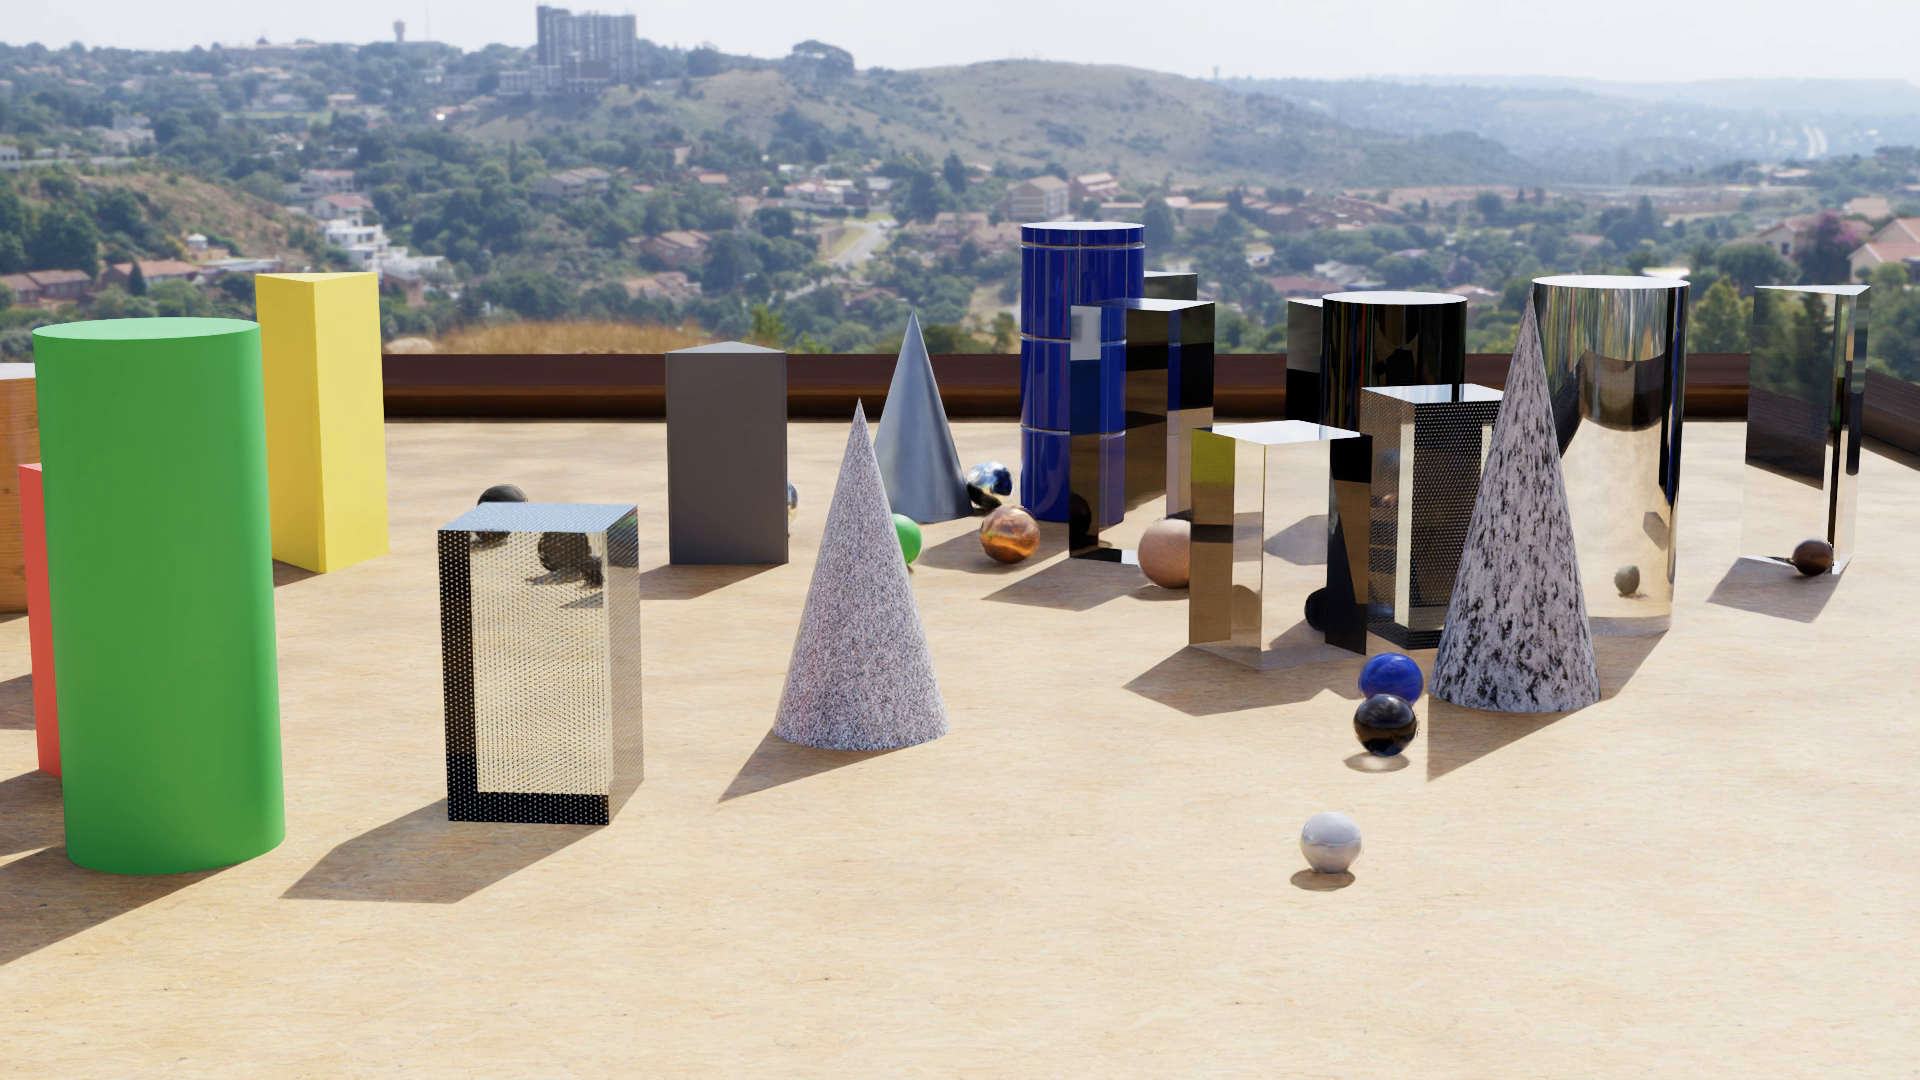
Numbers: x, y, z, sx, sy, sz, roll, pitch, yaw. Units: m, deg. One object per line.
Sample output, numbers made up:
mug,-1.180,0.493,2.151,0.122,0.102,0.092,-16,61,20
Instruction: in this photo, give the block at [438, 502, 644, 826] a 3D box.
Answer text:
block,-0.413,0.119,2.551,0.160,0.289,0.160,1,11,5

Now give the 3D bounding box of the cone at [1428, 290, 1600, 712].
cone,0.653,-0.056,2.981,0.200,0.477,0.200,0,10,0

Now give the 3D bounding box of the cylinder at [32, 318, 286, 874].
cylinder,-0.744,0.047,2.393,0.200,0.490,0.200,0,10,0

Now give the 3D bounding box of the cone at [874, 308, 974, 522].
cone,-0.076,-0.213,4.210,0.200,0.340,0.200,0,10,0

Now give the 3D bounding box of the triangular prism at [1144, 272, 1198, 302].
triangular prism,0.301,-0.285,4.519,0.173,0.370,0.150,-7,12,-32

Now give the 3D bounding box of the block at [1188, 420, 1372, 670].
block,0.399,0.002,3.212,0.160,0.278,0.160,-6,12,-28

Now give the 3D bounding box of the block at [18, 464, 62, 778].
block,-0.854,0.082,2.661,0.160,0.322,0.160,-10,14,-43

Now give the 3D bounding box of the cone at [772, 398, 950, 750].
cone,-0.110,0.026,2.830,0.200,0.371,0.200,0,10,0

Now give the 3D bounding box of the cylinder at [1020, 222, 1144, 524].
cylinder,0.198,-0.276,4.184,0.200,0.472,0.200,0,10,0

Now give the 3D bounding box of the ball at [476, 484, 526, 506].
ball,-0.719,-0.047,4.027,0.079,0.079,0.079,0,10,0

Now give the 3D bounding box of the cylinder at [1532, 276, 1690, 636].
cylinder,0.846,-0.115,3.375,0.200,0.450,0.200,0,10,0

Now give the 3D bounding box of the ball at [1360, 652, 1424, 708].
ball,0.490,0.163,2.913,0.071,0.071,0.071,0,10,0

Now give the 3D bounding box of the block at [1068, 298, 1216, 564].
block,0.273,-0.165,3.845,0.160,0.378,0.160,6,12,30

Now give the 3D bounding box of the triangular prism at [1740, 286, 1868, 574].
triangular prism,1.284,-0.170,3.798,0.150,0.405,0.173,-7,13,-34

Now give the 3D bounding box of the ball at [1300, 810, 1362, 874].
ball,0.339,0.276,2.344,0.057,0.057,0.057,0,10,0

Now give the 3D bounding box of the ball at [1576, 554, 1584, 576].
ball,0.869,0.039,3.666,0.043,0.043,0.043,0,10,0

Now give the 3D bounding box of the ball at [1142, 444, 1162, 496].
ball,0.292,-0.119,4.363,0.099,0.099,0.099,0,10,0

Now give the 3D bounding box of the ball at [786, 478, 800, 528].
ball,-0.302,-0.059,4.045,0.097,0.097,0.097,0,10,0

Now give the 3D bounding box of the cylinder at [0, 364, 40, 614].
cylinder,-1.309,-0.074,3.519,0.200,0.317,0.200,0,10,0

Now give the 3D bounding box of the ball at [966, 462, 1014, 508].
ball,0.049,-0.092,4.268,0.080,0.080,0.080,0,10,0

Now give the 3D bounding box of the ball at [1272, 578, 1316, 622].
ball,0.442,0.079,3.397,0.060,0.060,0.060,0,10,0

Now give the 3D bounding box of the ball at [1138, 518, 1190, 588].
ball,0.300,0.018,3.622,0.098,0.098,0.098,0,10,0

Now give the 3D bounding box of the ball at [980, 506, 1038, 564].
ball,0.072,-0.008,3.797,0.086,0.086,0.086,0,10,0

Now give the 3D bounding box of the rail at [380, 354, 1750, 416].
rail,-0.011,-0.322,5.370,3.643,0.130,0.045,0,10,0

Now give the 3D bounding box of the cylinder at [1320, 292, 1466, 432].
cylinder,0.605,-0.137,3.611,0.200,0.408,0.200,0,10,0

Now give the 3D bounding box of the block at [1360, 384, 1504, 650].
block,0.619,-0.033,3.307,0.160,0.314,0.160,-3,11,-16

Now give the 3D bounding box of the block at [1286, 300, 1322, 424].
block,0.641,-0.214,4.196,0.160,0.347,0.160,-4,11,-19

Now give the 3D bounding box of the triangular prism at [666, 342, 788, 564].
triangular prism,-0.345,-0.133,3.846,0.173,0.314,0.150,0,10,-2

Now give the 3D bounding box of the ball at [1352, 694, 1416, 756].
ball,0.453,0.197,2.739,0.067,0.067,0.067,0,10,0

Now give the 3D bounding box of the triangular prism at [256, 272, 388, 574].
triangular prism,-0.924,-0.180,3.802,0.150,0.423,0.173,-9,14,-39

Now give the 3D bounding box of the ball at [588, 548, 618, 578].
ball,-0.513,0.033,3.694,0.043,0.043,0.043,0,10,0

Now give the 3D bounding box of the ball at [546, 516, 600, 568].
ball,-0.567,0.004,3.758,0.077,0.077,0.077,0,10,0

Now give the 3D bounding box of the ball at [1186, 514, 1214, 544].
ball,0.366,-0.015,3.940,0.048,0.048,0.048,0,10,0

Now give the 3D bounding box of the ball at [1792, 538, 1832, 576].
ball,1.232,0.025,3.708,0.055,0.055,0.055,0,10,0

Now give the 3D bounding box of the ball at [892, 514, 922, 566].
ball,-0.096,0.002,3.761,0.080,0.080,0.080,0,10,0

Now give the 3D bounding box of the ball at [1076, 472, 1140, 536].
ball,0.231,-0.057,4.025,0.100,0.100,0.100,0,10,0

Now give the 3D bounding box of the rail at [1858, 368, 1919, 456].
rail,1.798,0.031,3.459,0.045,0.130,3.955,0,10,0
